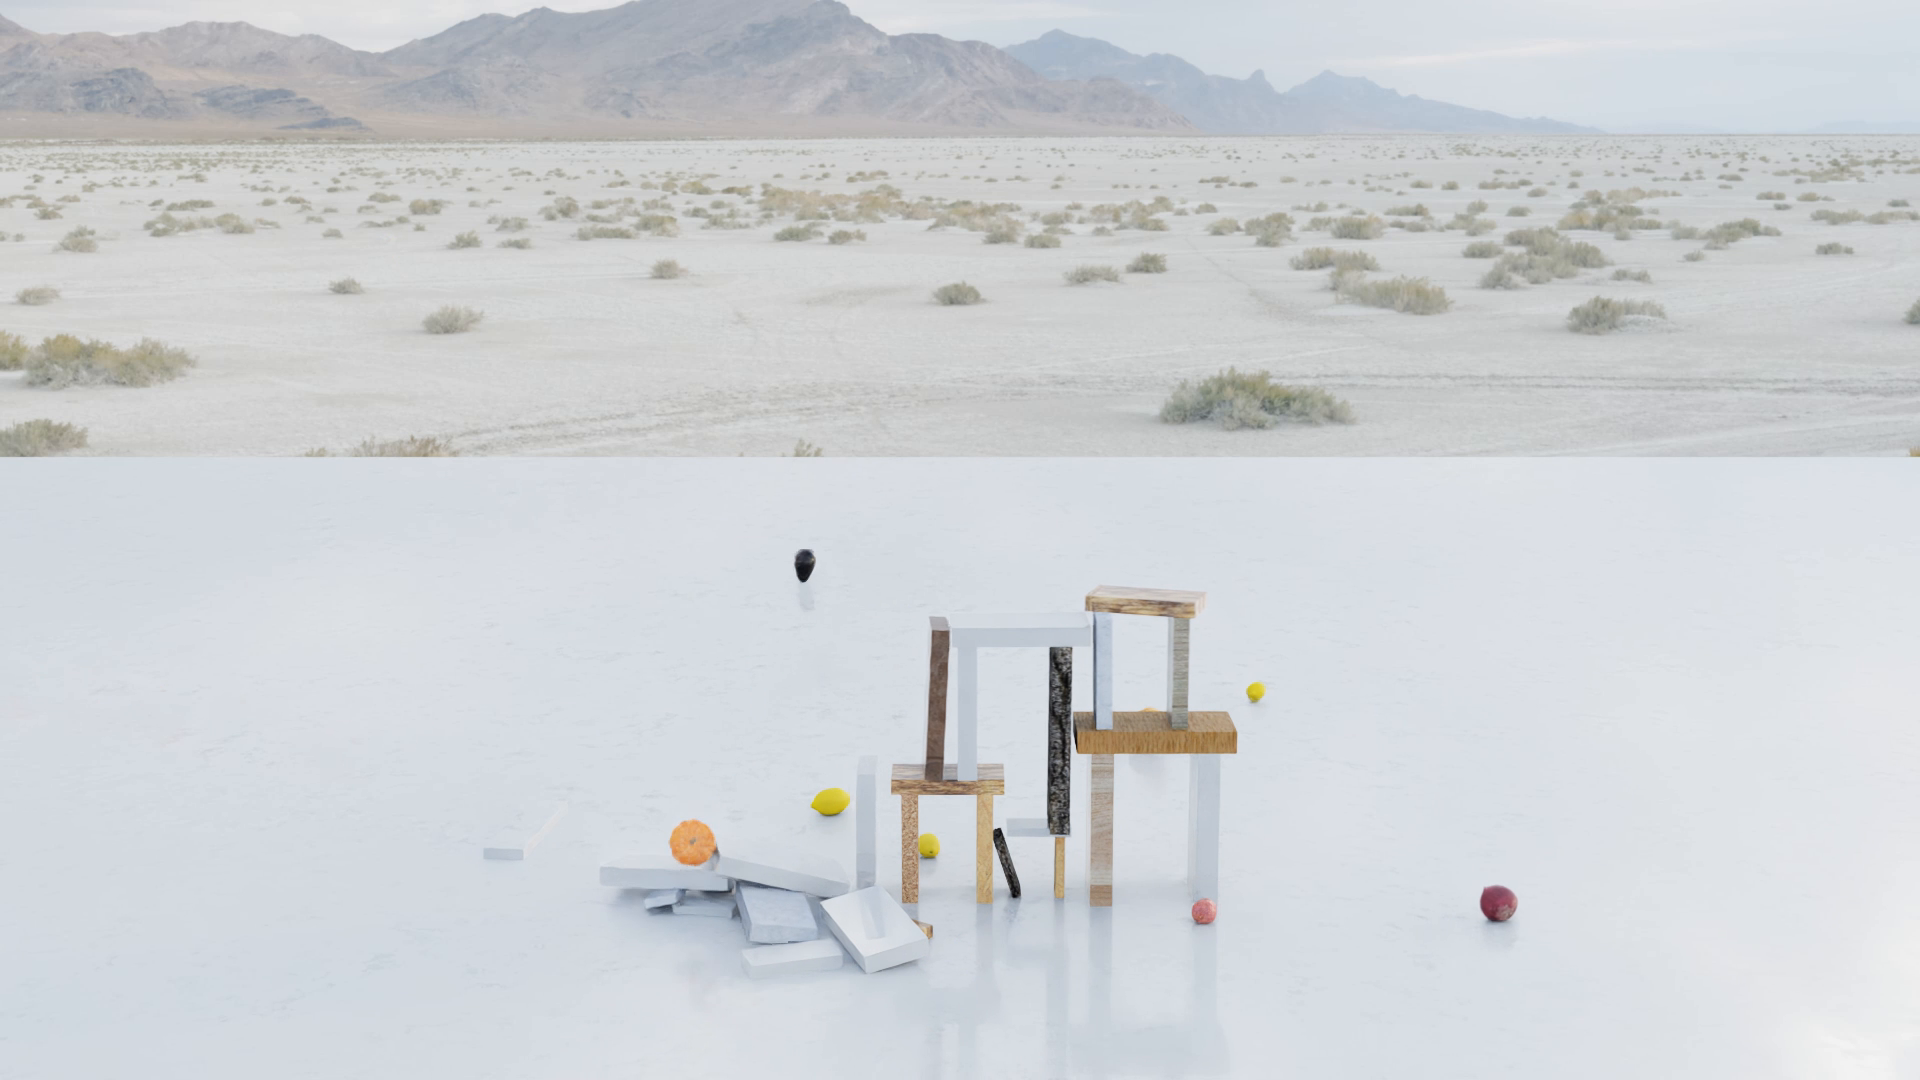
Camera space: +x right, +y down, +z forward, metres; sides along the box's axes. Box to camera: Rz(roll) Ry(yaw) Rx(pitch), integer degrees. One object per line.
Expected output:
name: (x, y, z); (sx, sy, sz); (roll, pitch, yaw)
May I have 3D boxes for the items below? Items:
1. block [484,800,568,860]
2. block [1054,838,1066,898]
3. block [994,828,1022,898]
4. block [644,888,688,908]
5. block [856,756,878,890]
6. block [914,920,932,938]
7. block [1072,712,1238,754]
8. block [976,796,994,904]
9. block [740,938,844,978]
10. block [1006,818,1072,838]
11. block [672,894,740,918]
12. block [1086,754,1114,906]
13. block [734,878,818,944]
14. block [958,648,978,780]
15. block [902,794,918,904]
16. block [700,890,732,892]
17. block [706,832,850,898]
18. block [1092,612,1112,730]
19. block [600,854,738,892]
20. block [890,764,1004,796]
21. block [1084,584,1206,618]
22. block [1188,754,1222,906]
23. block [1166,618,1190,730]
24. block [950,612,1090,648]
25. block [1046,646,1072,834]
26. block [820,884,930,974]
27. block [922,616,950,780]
block: (-0.783, 0.523, 3.976); (0.072, 0.020, 0.281); (1, 11, 6)
block: (0.166, 0.537, 3.663); (0.015, 0.106, 0.053); (0, 11, 0)
block: (0.078, 0.537, 3.664); (0.015, 0.106, 0.053); (-18, 10, 3)
block: (-0.481, 0.582, 3.612); (0.051, 0.014, 0.102); (-11, 3, 5)
block: (-0.154, 0.480, 3.650); (0.031, 0.222, 0.111); (0, 11, 0)
block: (-0.121, 0.614, 3.486); (0.143, 0.020, 0.072); (9, 14, 39)
block: (0.319, 0.317, 3.621); (0.259, 0.037, 0.130); (0, 11, 0)
block: (0.041, 0.499, 3.652); (0.026, 0.185, 0.093); (0, 11, 0)
block: (-0.257, 0.638, 3.354); (0.143, 0.020, 0.072); (-4, 11, -19)
block: (0.130, 0.477, 3.651); (0.106, 0.015, 0.053); (0, 11, 0)
block: (-0.412, 0.598, 3.586); (0.102, 0.014, 0.051); (2, 11, 13)
block: (0.231, 0.462, 3.648); (0.037, 0.259, 0.130); (0, 11, 0)
block: (-0.296, 0.594, 3.518); (0.104, 0.029, 0.208); (7, 9, -13)
block: (0.011, 0.271, 3.611); (0.032, 0.224, 0.112); (0, 11, 0)
block: (-0.083, 0.499, 3.652); (0.026, 0.185, 0.093); (0, 11, 0)
block: (-0.405, 0.573, 3.724); (0.051, 0.014, 0.102); (0, 11, 3)
block: (-0.300, 0.538, 3.623); (0.222, 0.031, 0.111); (15, 8, -16)
block: (0.233, 0.209, 3.598); (0.026, 0.183, 0.091); (-1, 11, 0)
block: (-0.472, 0.552, 3.652); (0.222, 0.031, 0.111); (0, 3, 14)
block: (-0.020, 0.395, 3.632); (0.185, 0.026, 0.093); (0, 11, 0)
block: (0.305, 0.101, 3.609); (0.183, 0.026, 0.091); (4, 11, 18)
block: (0.404, 0.462, 3.648); (0.037, 0.259, 0.130); (0, 11, 0)
block: (0.357, 0.209, 3.598); (0.026, 0.183, 0.091); (0, 11, 0)
block: (0.097, 0.146, 3.585); (0.224, 0.032, 0.112); (0, 11, -2)
block: (0.164, 0.316, 3.617); (0.032, 0.315, 0.112); (0, 11, -1)
block: (-0.134, 0.604, 3.422); (0.104, 0.029, 0.208); (-14, 20, -19)
block: (-0.040, 0.259, 3.606); (0.029, 0.250, 0.104); (2, 10, -4)
